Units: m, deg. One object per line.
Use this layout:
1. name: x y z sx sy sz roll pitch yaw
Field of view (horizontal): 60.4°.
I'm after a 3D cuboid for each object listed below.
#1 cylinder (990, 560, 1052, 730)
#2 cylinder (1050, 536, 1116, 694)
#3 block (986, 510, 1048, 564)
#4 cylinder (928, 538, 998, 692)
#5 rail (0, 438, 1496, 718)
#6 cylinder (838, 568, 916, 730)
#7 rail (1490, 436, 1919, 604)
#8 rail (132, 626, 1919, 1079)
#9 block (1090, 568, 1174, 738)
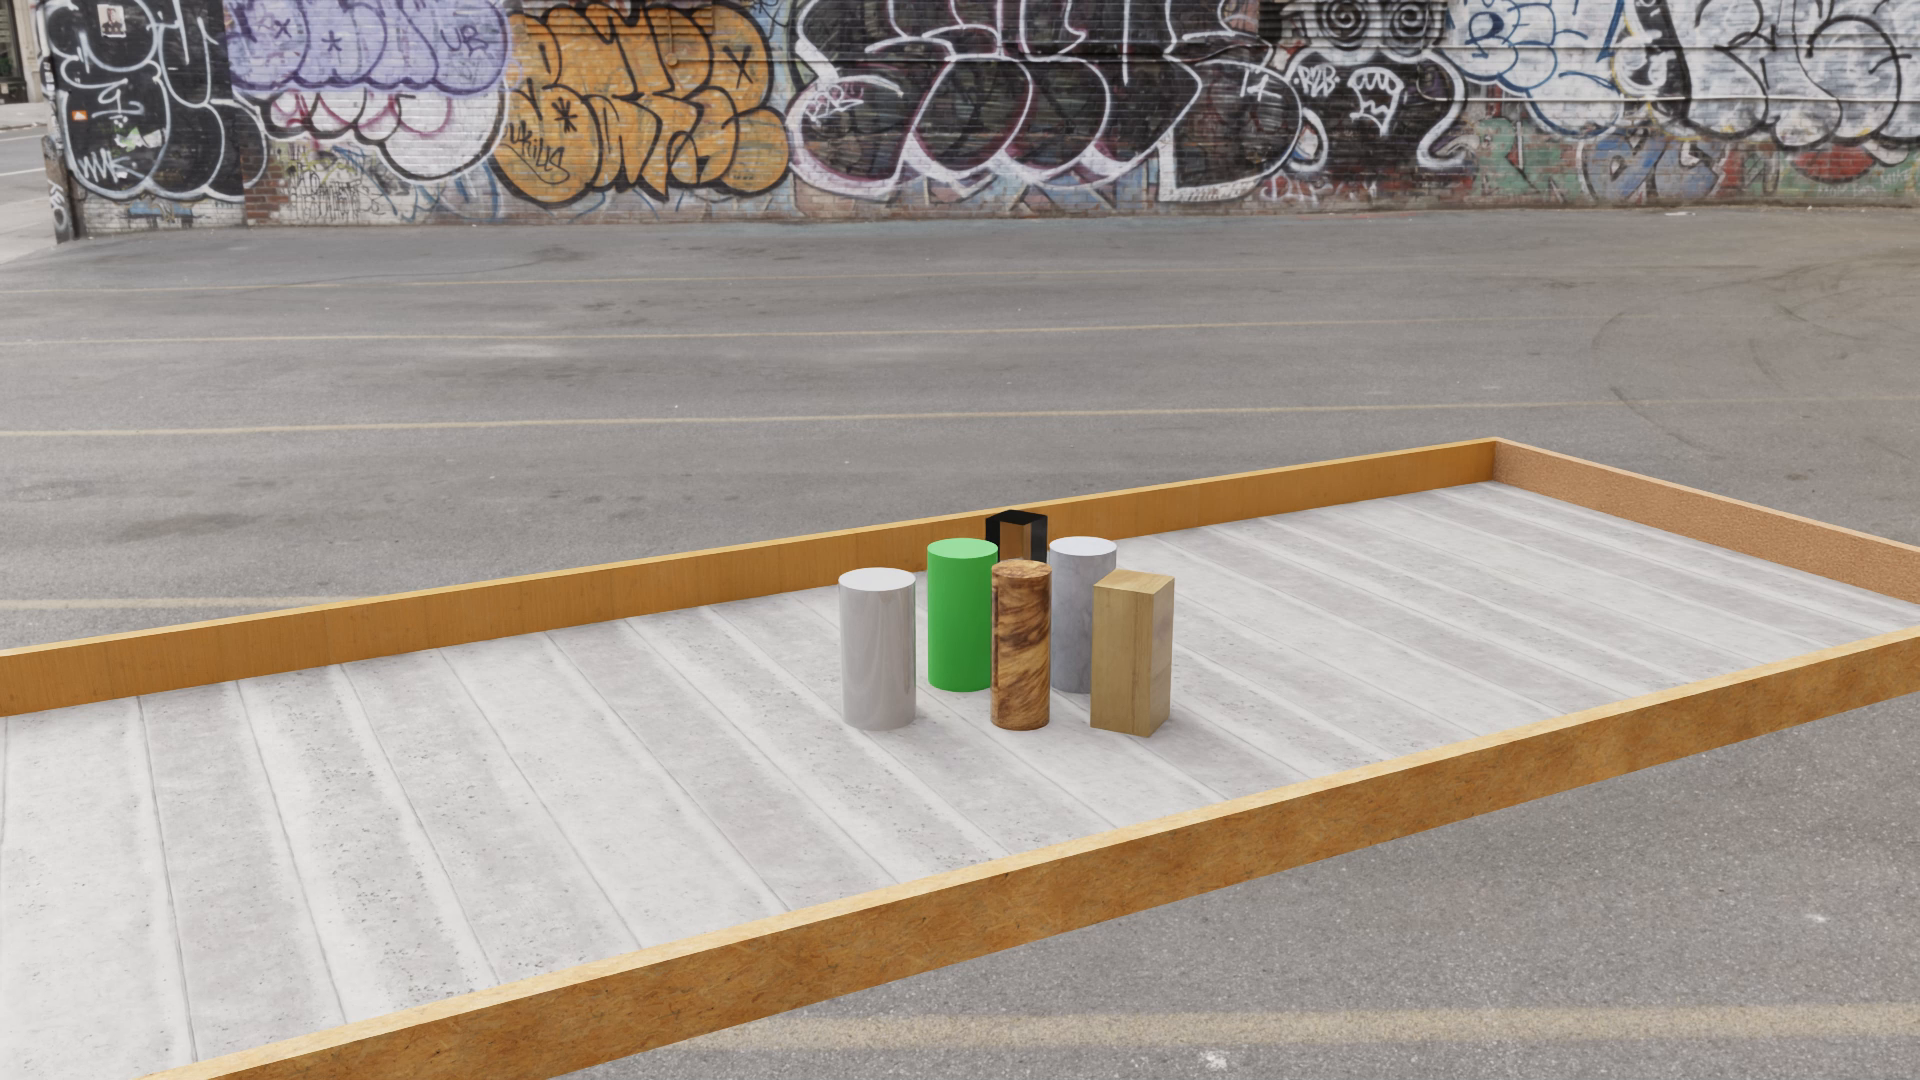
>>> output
1. cylinder: 0.142 0.246 3.855 0.140 0.374 0.140 0 16 0
2. cylinder: 0.302 0.185 4.094 0.165 0.356 0.165 0 16 0
3. block: 0.147 0.113 4.335 0.117 0.359 0.117 11 20 33
4. cylinder: 0.006 0.186 4.110 0.174 0.346 0.174 0 16 0
5. rail: -3.305 0.497 3.399 12.000 0.150 0.050 -9 18 -27
6. cylinder: -0.192 0.255 3.879 0.179 0.343 0.179 0 16 0
7. rail: 2.466 -0.048 5.253 0.050 0.150 2.100 -9 18 -27
8. rail: -2.336 1.006 1.665 12.000 0.150 0.050 -9 18 -27
9. block: 0.402 0.262 3.846 0.145 0.349 0.145 8 18 25
